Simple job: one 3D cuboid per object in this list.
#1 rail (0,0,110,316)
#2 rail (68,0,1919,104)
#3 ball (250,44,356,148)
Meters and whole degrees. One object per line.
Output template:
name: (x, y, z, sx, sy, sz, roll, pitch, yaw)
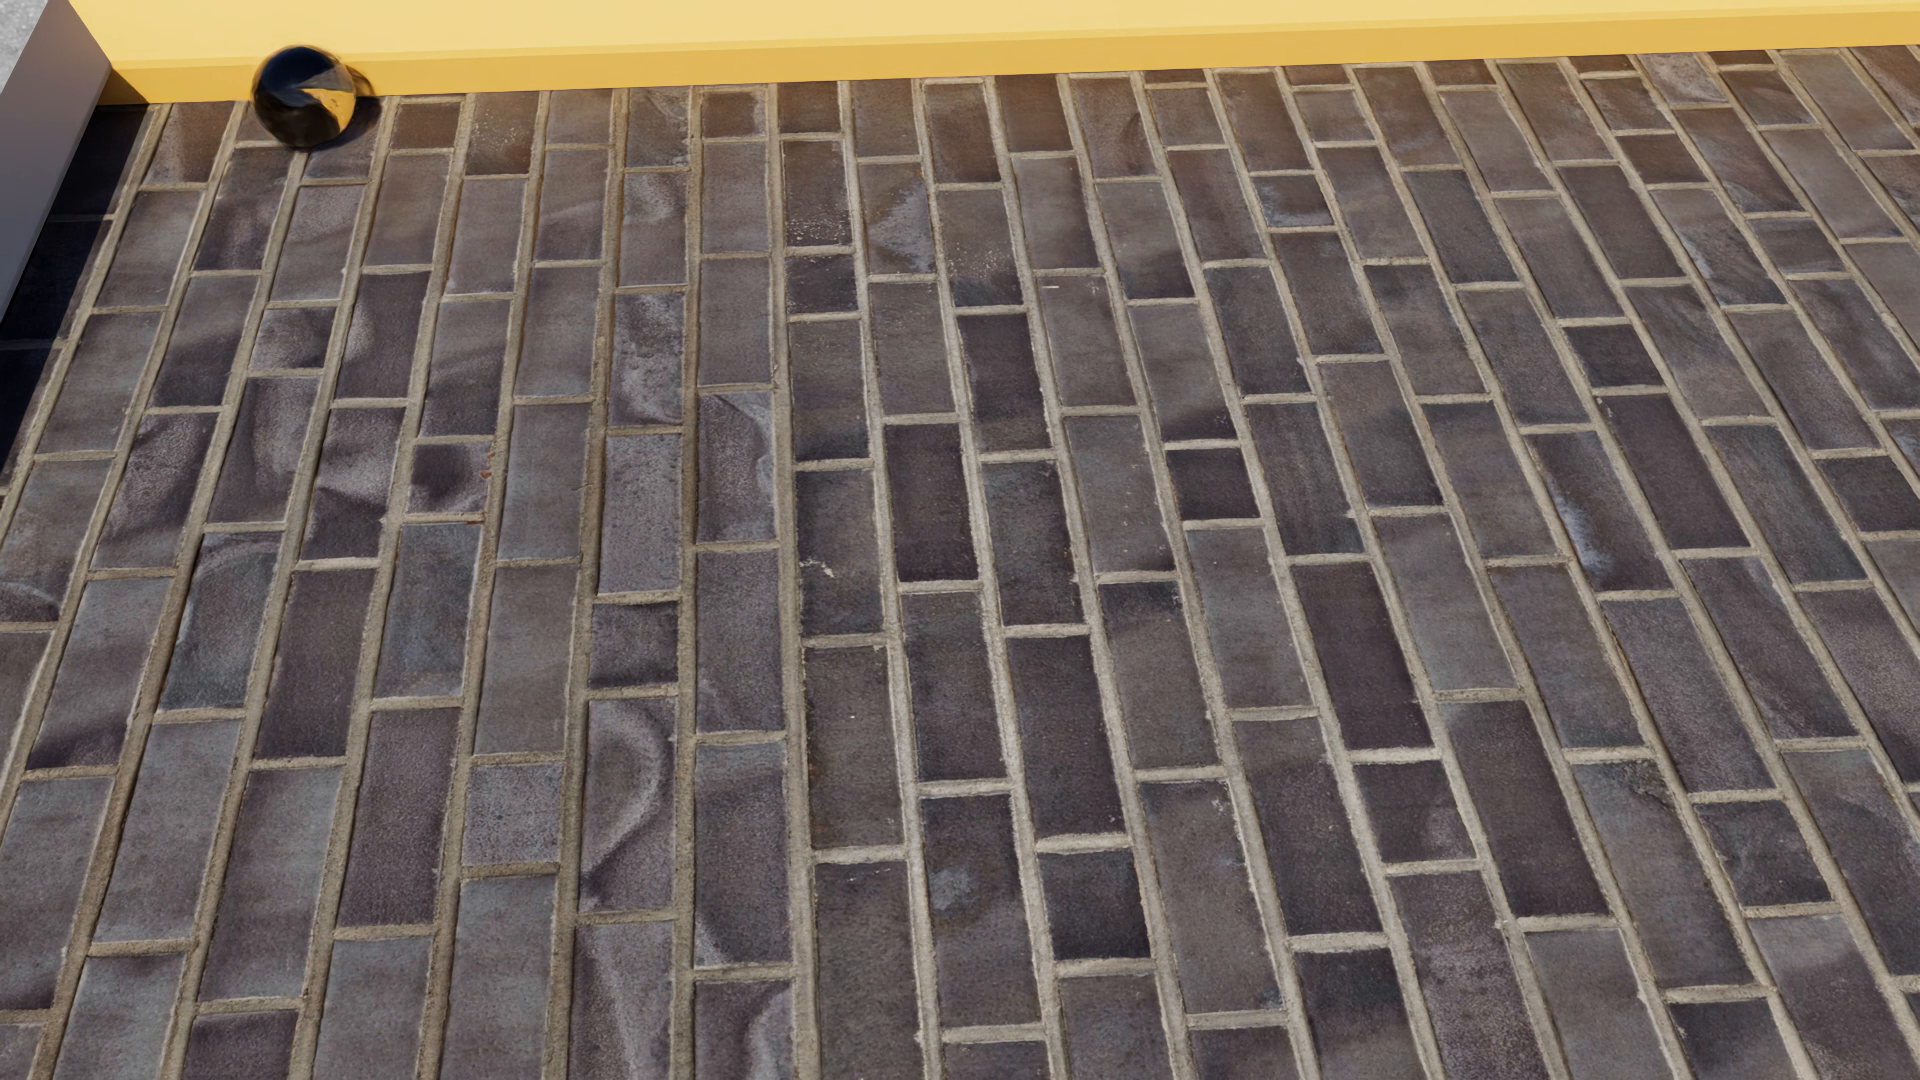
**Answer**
rail: (-0.706, 0.007, 1.650, 0.045, 0.115, 1.526, -3, 36, -4)
rail: (0.674, -0.489, 2.335, 2.927, 0.115, 0.045, -3, 36, -4)
ball: (-0.567, -0.384, 2.214, 0.088, 0.088, 0.088, 0, 36, 0)
